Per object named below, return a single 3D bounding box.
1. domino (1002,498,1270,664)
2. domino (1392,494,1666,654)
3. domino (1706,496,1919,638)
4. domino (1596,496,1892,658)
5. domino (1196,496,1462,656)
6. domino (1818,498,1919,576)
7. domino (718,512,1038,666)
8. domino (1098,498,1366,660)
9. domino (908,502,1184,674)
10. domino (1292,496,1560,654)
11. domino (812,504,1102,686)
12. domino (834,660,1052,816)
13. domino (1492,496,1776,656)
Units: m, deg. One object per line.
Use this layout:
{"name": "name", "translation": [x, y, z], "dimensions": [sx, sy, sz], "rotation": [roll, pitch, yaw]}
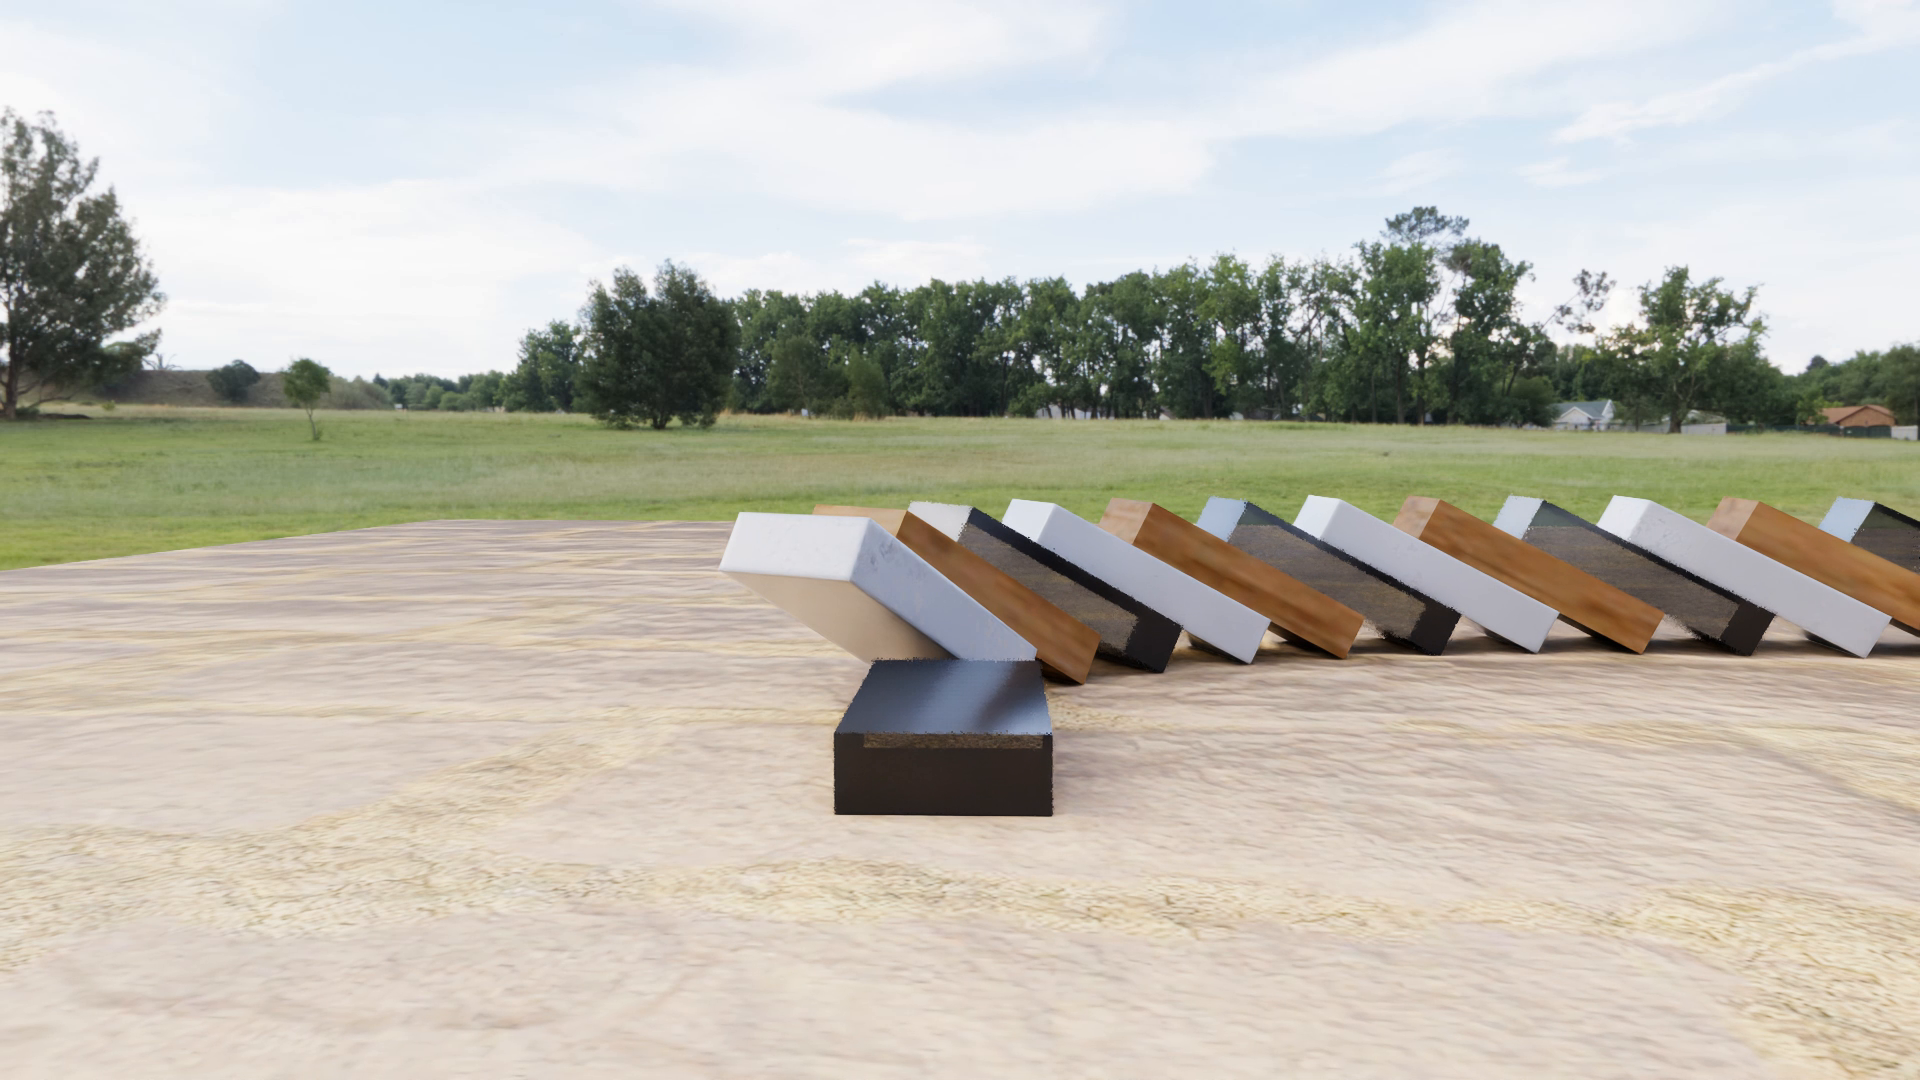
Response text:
{"name": "domino", "translation": [0.033, 0.008, 0.252], "dimensions": [0.050, 0.009, 0.025], "rotation": [27, -4, -16]}
{"name": "domino", "translation": [0.119, 0.007, 0.272], "dimensions": [0.050, 0.009, 0.025], "rotation": [27, 6, 3]}
{"name": "domino", "translation": [0.184, 0.007, 0.266], "dimensions": [0.050, 0.009, 0.025], "rotation": [29, 11, 13]}
{"name": "domino", "translation": [0.162, 0.007, 0.269], "dimensions": [0.050, 0.009, 0.025], "rotation": [28, 9, 8]}
{"name": "domino", "translation": [0.075, 0.007, 0.266], "dimensions": [0.050, 0.009, 0.025], "rotation": [27, 1, -7]}
{"name": "domino", "translation": [0.206, 0.007, 0.261], "dimensions": [0.050, 0.009, 0.025], "rotation": [29, 13, 16]}
{"name": "domino", "translation": [-0.011, 0.011, 0.201], "dimensions": [0.025, 0.009, 0.050], "rotation": [3, -24, 35]}
{"name": "domino", "translation": [0.054, 0.007, 0.260], "dimensions": [0.050, 0.009, 0.025], "rotation": [27, -1, -12]}
{"name": "domino", "translation": [0.014, 0.009, 0.239], "dimensions": [0.050, 0.009, 0.025], "rotation": [29, -9, -26]}
{"name": "domino", "translation": [0.097, 0.007, 0.271], "dimensions": [0.050, 0.009, 0.025], "rotation": [27, 4, -1]}
{"name": "domino", "translation": [-0.001, 0.010, 0.222], "dimensions": [0.050, 0.009, 0.025], "rotation": [33, -18, -37]}
{"name": "domino", "translation": [-0.001, 0.025, 0.171], "dimensions": [0.025, 0.009, 0.050], "rotation": [0, 4, 2]}
{"name": "domino", "translation": [0.140, 0.007, 0.271], "dimensions": [0.050, 0.010, 0.025], "rotation": [28, 8, 6]}
